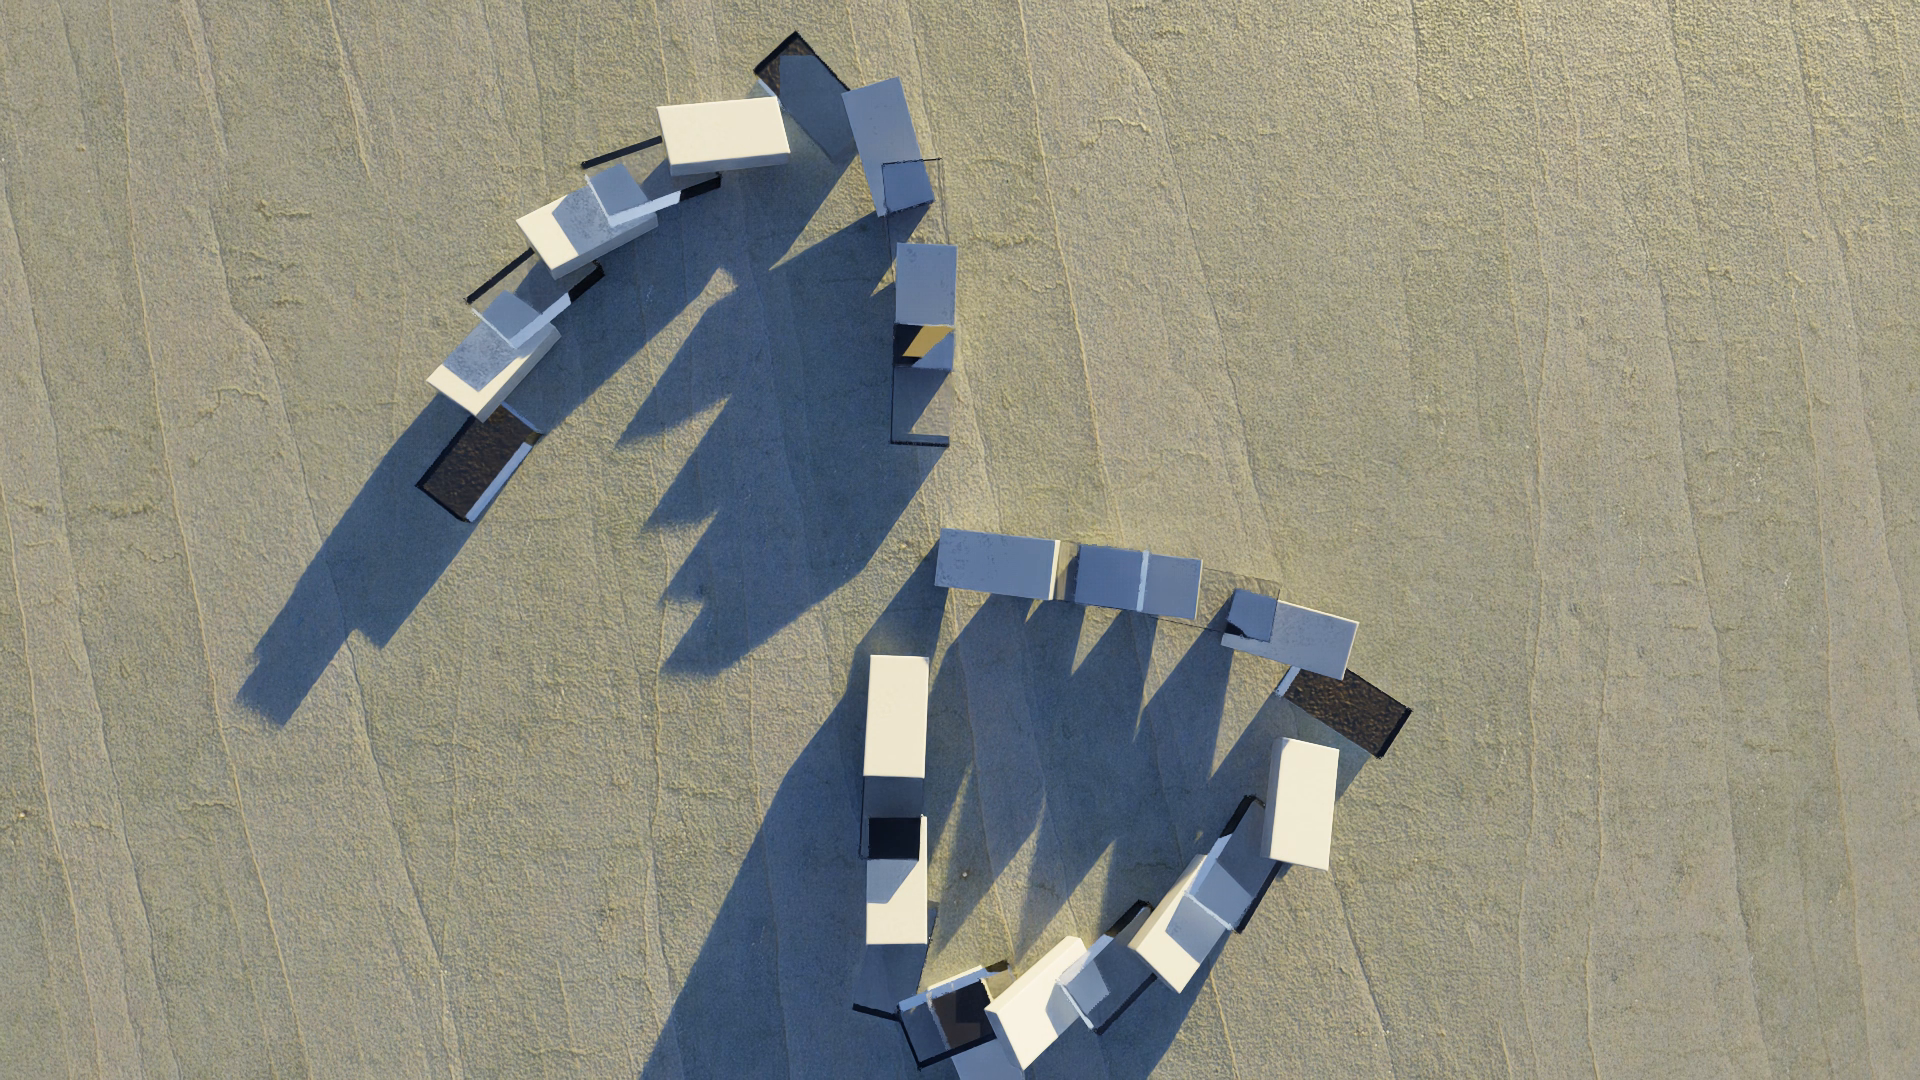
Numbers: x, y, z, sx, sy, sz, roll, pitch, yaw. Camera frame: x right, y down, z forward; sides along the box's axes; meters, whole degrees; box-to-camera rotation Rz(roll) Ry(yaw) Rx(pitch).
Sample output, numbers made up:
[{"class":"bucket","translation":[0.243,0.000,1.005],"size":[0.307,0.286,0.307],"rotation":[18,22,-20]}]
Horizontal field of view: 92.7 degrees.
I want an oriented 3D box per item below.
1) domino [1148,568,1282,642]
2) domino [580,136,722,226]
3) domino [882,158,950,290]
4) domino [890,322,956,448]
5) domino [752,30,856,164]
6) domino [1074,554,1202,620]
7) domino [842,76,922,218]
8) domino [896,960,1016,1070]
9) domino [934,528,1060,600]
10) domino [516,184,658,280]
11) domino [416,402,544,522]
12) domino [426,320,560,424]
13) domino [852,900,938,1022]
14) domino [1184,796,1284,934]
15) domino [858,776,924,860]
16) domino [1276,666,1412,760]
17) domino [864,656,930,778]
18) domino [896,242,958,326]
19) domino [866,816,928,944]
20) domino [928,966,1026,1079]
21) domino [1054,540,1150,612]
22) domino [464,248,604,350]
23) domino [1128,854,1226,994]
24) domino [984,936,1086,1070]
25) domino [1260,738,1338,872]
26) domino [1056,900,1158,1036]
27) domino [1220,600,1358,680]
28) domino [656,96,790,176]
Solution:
[{"class":"domino","translation":[0.107,0.025,0.388],"size":[0.050,0.009,0.025],"rotation":[11,90,17]},{"class":"domino","translation":[-0.130,-0.155,0.388],"size":[0.050,0.010,0.025],"rotation":[-28,90,-17]},{"class":"domino","translation":[-0.018,-0.133,0.388],"size":[0.025,0.010,0.050],"rotation":[-5,107,0]},{"class":"domino","translation":[-0.016,-0.066,0.388],"size":[0.025,0.010,0.050],"rotation":[3,107,0]},{"class":"domino","translation":[-0.062,-0.191,0.395],"size":[0.025,0.010,0.050],"rotation":[-43,90,0]},{"class":"domino","translation":[0.076,0.018,0.388],"size":[0.050,0.009,0.025],"rotation":[7,90,17]},{"class":"domino","translation":[-0.030,-0.166,0.389],"size":[0.025,0.009,0.050],"rotation":[-17,106,0]},{"class":"domino","translation":[0.001,0.199,0.386],"size":[0.050,0.010,0.025],"rotation":[-22,90,0]},{"class":"domino","translation":[0.016,0.010,0.388],"size":[0.050,0.009,0.025],"rotation":[7,90,17]},{"class":"domino","translation":[-0.157,-0.134,0.388],"size":[0.050,0.010,0.025],"rotation":[-36,90,-17]},{"class":"domino","translation":[-0.207,-0.035,0.395],"size":[0.025,0.009,0.050],"rotation":[38,90,0]},{"class":"domino","translation":[-0.197,-0.077,0.389],"size":[0.025,0.010,0.050],"rotation":[35,76,0]},{"class":"domino","translation":[-0.028,0.179,0.395],"size":[0.025,0.010,0.050],"rotation":[15,90,0]},{"class":"domino","translation":[0.120,0.137,0.388],"size":[0.025,0.009,0.050],"rotation":[39,73,0]},{"class":"domino","translation":[-0.028,0.109,0.388],"size":[0.025,0.010,0.050],"rotation":[2,74,0]},{"class":"domino","translation":[0.165,0.070,0.395],"size":[0.050,0.009,0.025],"rotation":[33,90,0]},{"class":"domino","translation":[-0.027,0.075,0.388],"size":[0.025,0.010,0.050],"rotation":[2,74,0]},{"class":"domino","translation":[-0.014,-0.099,0.388],"size":[0.025,0.010,0.050],"rotation":[2,107,0]},{"class":"domino","translation":[-0.027,0.144,0.388],"size":[0.025,0.009,0.050],"rotation":[-1,73,-1]},{"class":"domino","translation":[0.007,0.214,0.395],"size":[0.025,0.009,0.050],"rotation":[-22,90,0]},{"class":"domino","translation":[0.052,0.014,0.385],"size":[0.050,0.009,0.025],"rotation":[7,90,26]},{"class":"domino","translation":[-0.179,-0.107,0.388],"size":[0.025,0.009,0.050],"rotation":[42,73,0]},{"class":"domino","translation":[0.097,0.161,0.387],"size":[0.025,0.010,0.050],"rotation":[45,71,0]},{"class":"domino","translation":[0.036,0.192,0.382],"size":[0.050,0.009,0.025],"rotation":[-25,90,-35]},{"class":"domino","translation":[0.144,0.111,0.388],"size":[0.025,0.009,0.050],"rotation":[13,74,-3]},{"class":"domino","translation":[0.068,0.179,0.386],"size":[0.050,0.010,0.025],"rotation":[-34,90,-22]},{"class":"domino","translation":[0.139,0.040,0.389],"size":[0.050,0.009,0.025],"rotation":[16,90,16]},{"class":"domino","translation":[-0.100,-0.171,0.388],"size":[0.050,0.010,0.025],"rotation":[-13,88,-16]}]
